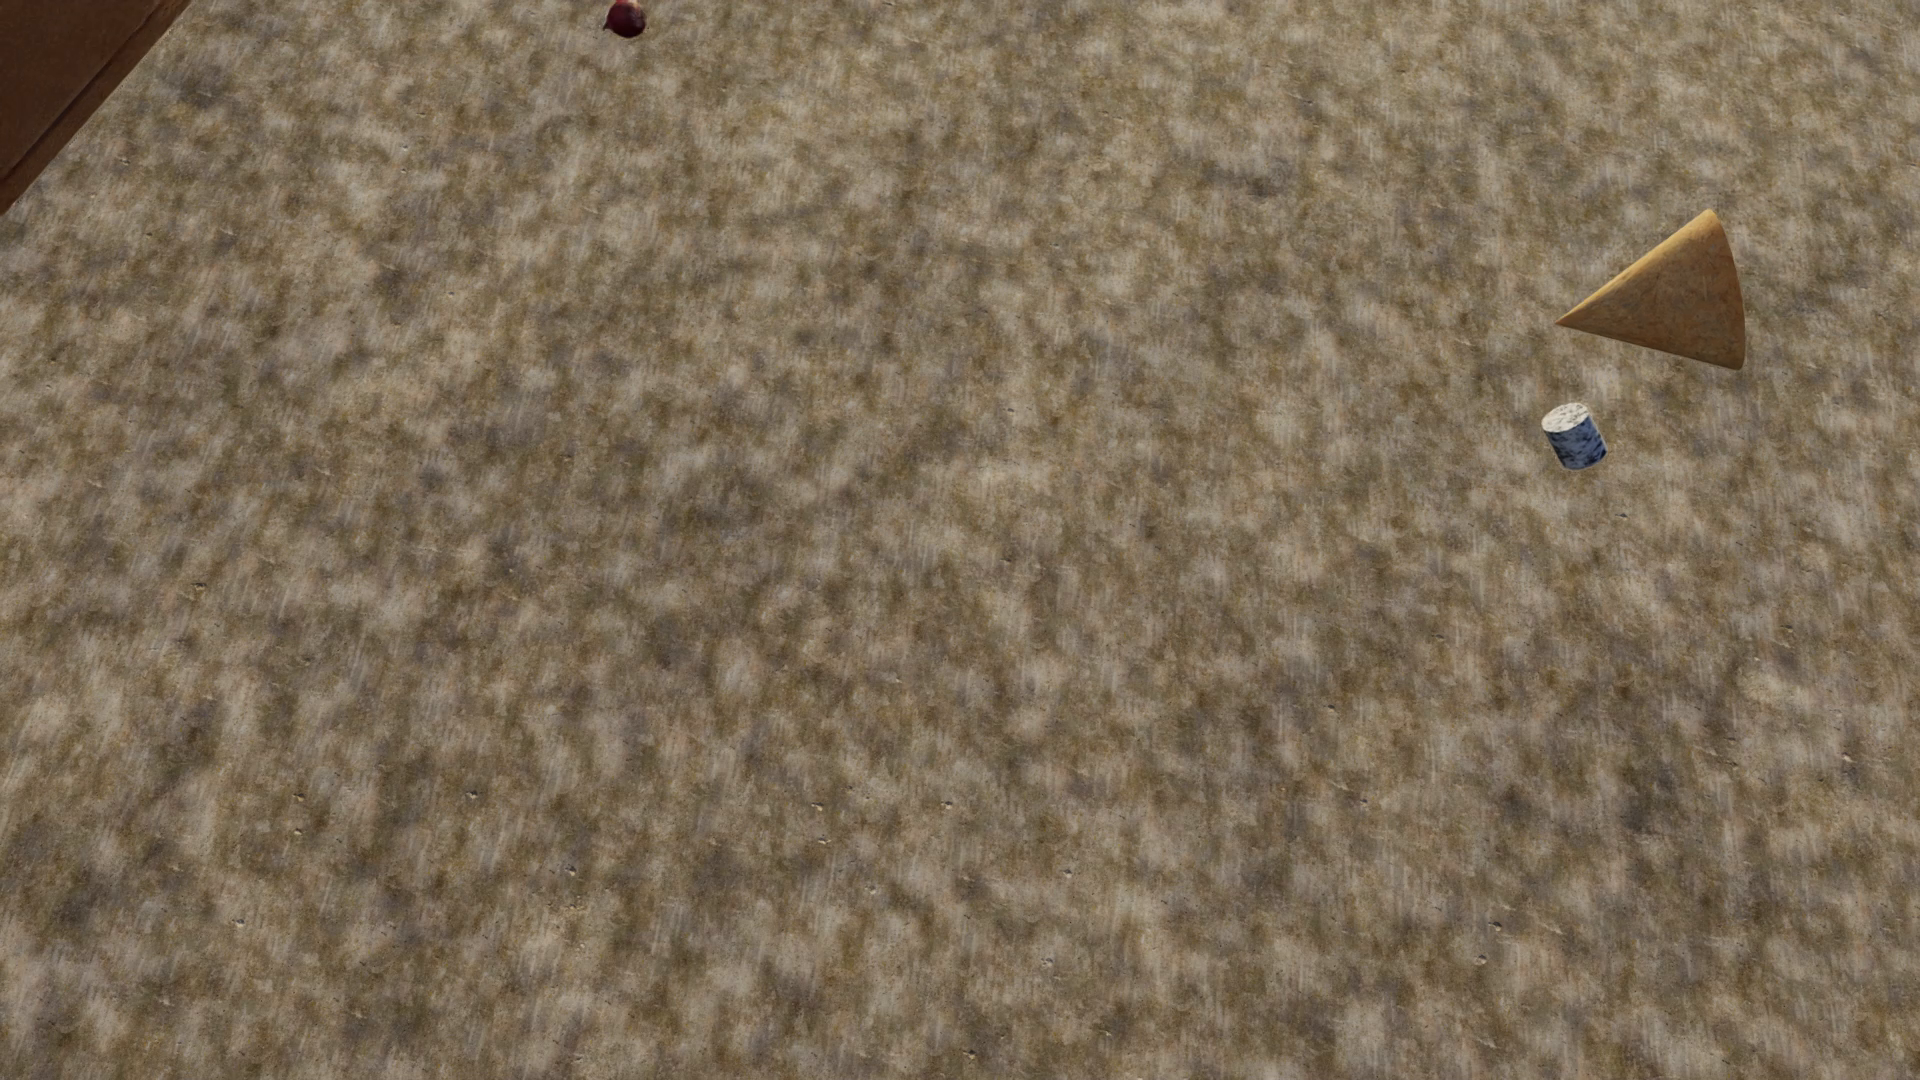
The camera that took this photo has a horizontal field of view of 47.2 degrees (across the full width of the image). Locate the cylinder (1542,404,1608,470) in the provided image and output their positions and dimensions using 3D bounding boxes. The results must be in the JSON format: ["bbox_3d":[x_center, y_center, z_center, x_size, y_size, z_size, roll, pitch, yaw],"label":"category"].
[{"bbox_3d":[1.114,-0.188,3.987,0.083,0.087,0.101,-35,22,-3],"label":"cylinder"}]

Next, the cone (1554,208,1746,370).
[{"bbox_3d":[1.064,-0.366,3.453,0.263,0.234,0.256,-11,83,8],"label":"cone"}]
